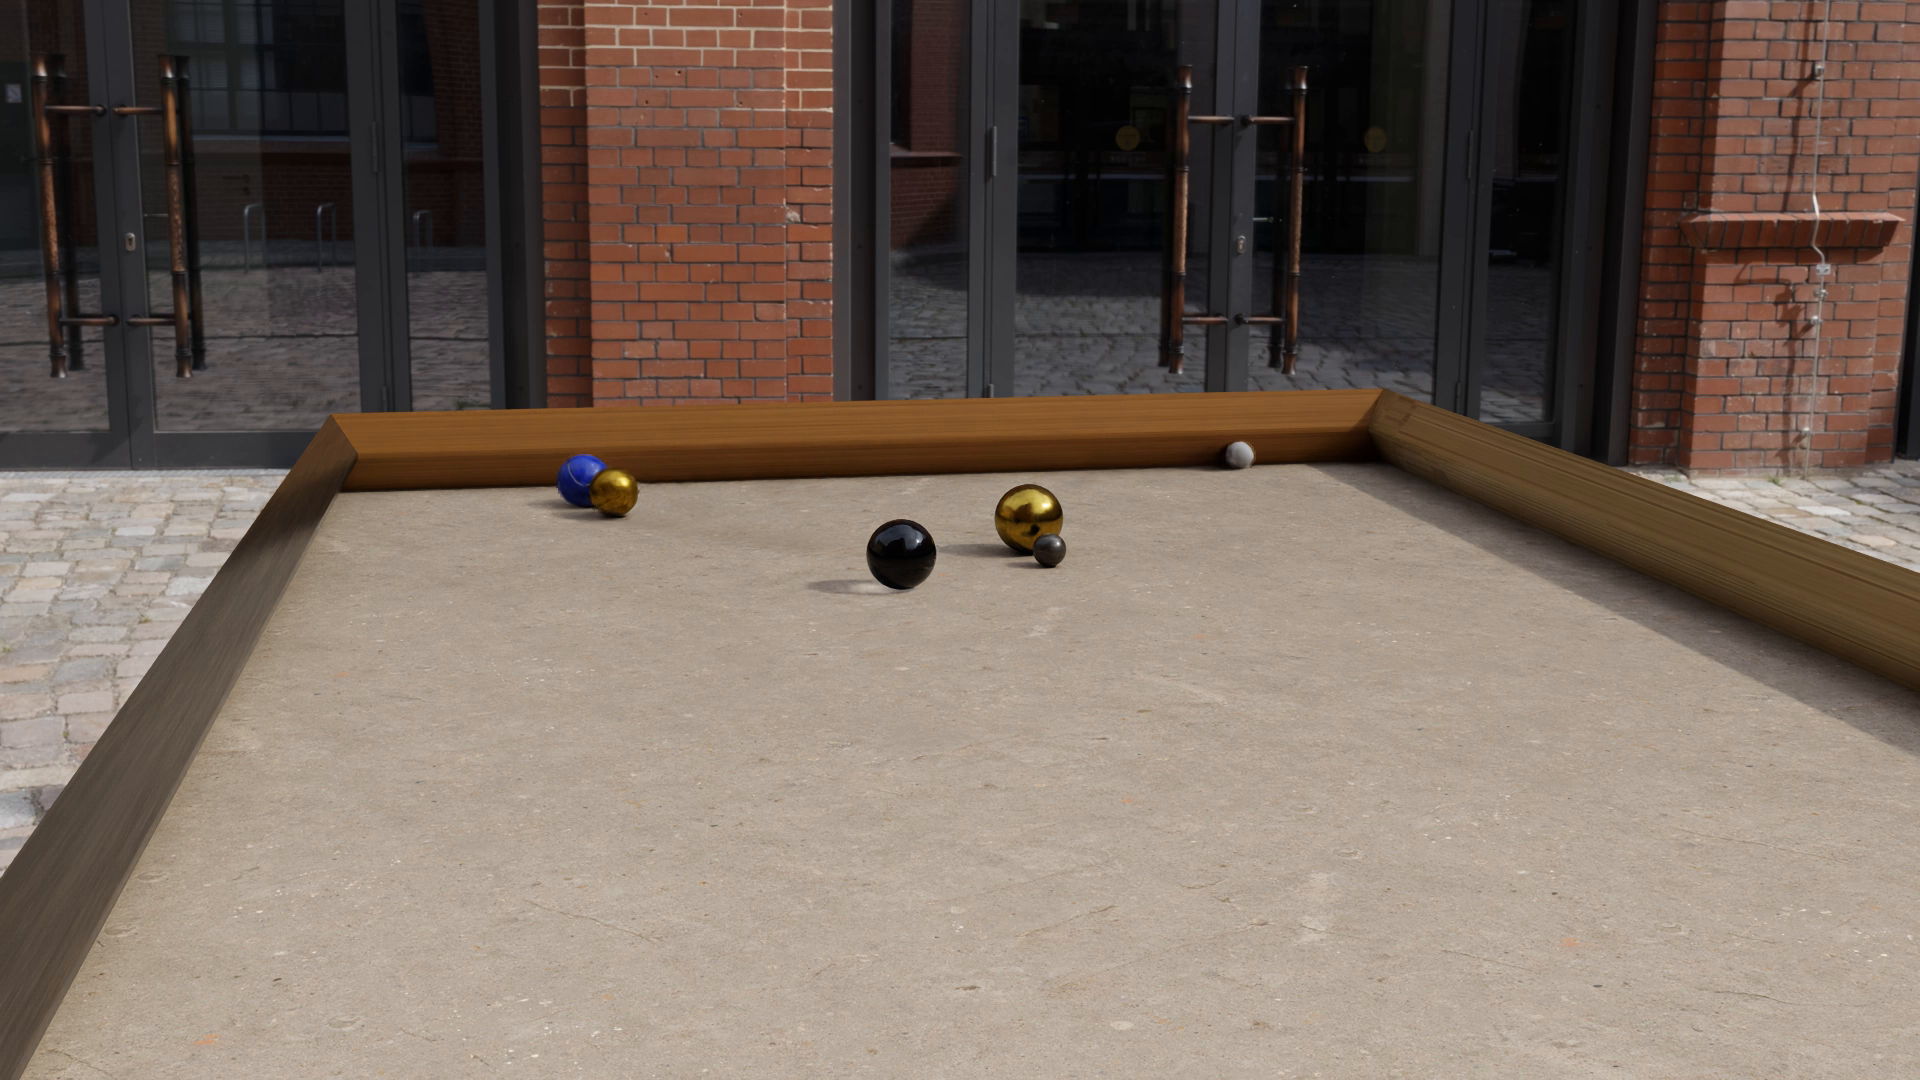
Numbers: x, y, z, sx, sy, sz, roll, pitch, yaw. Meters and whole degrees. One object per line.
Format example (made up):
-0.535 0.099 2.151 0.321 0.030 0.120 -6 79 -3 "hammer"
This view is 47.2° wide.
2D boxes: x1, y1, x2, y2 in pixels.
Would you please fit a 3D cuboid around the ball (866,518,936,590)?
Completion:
-0.077 0.019 2.898 0.093 0.093 0.093 0 11 0 "ball"

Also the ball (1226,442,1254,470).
0.489 -0.148 3.853 0.048 0.048 0.048 0 11 0 "ball"

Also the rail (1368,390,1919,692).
1.012 0.090 2.445 0.045 0.128 3.096 -2 11 -10 "rail"

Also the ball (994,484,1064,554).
0.098 -0.031 3.134 0.098 0.098 0.098 0 11 0 "ball"

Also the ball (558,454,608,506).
-0.597 -0.095 3.496 0.084 0.084 0.084 0 11 0 "ball"

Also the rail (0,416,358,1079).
-0.735 0.152 2.133 0.045 0.128 3.096 -2 11 -10 "rail"

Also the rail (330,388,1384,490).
-0.134 -0.171 3.760 1.823 0.128 0.045 -2 11 -10 "rail"

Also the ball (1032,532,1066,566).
0.124 0.013 3.045 0.047 0.047 0.047 0 11 0 "ball"

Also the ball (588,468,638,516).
-0.537 -0.075 3.411 0.077 0.077 0.077 0 11 0 "ball"
